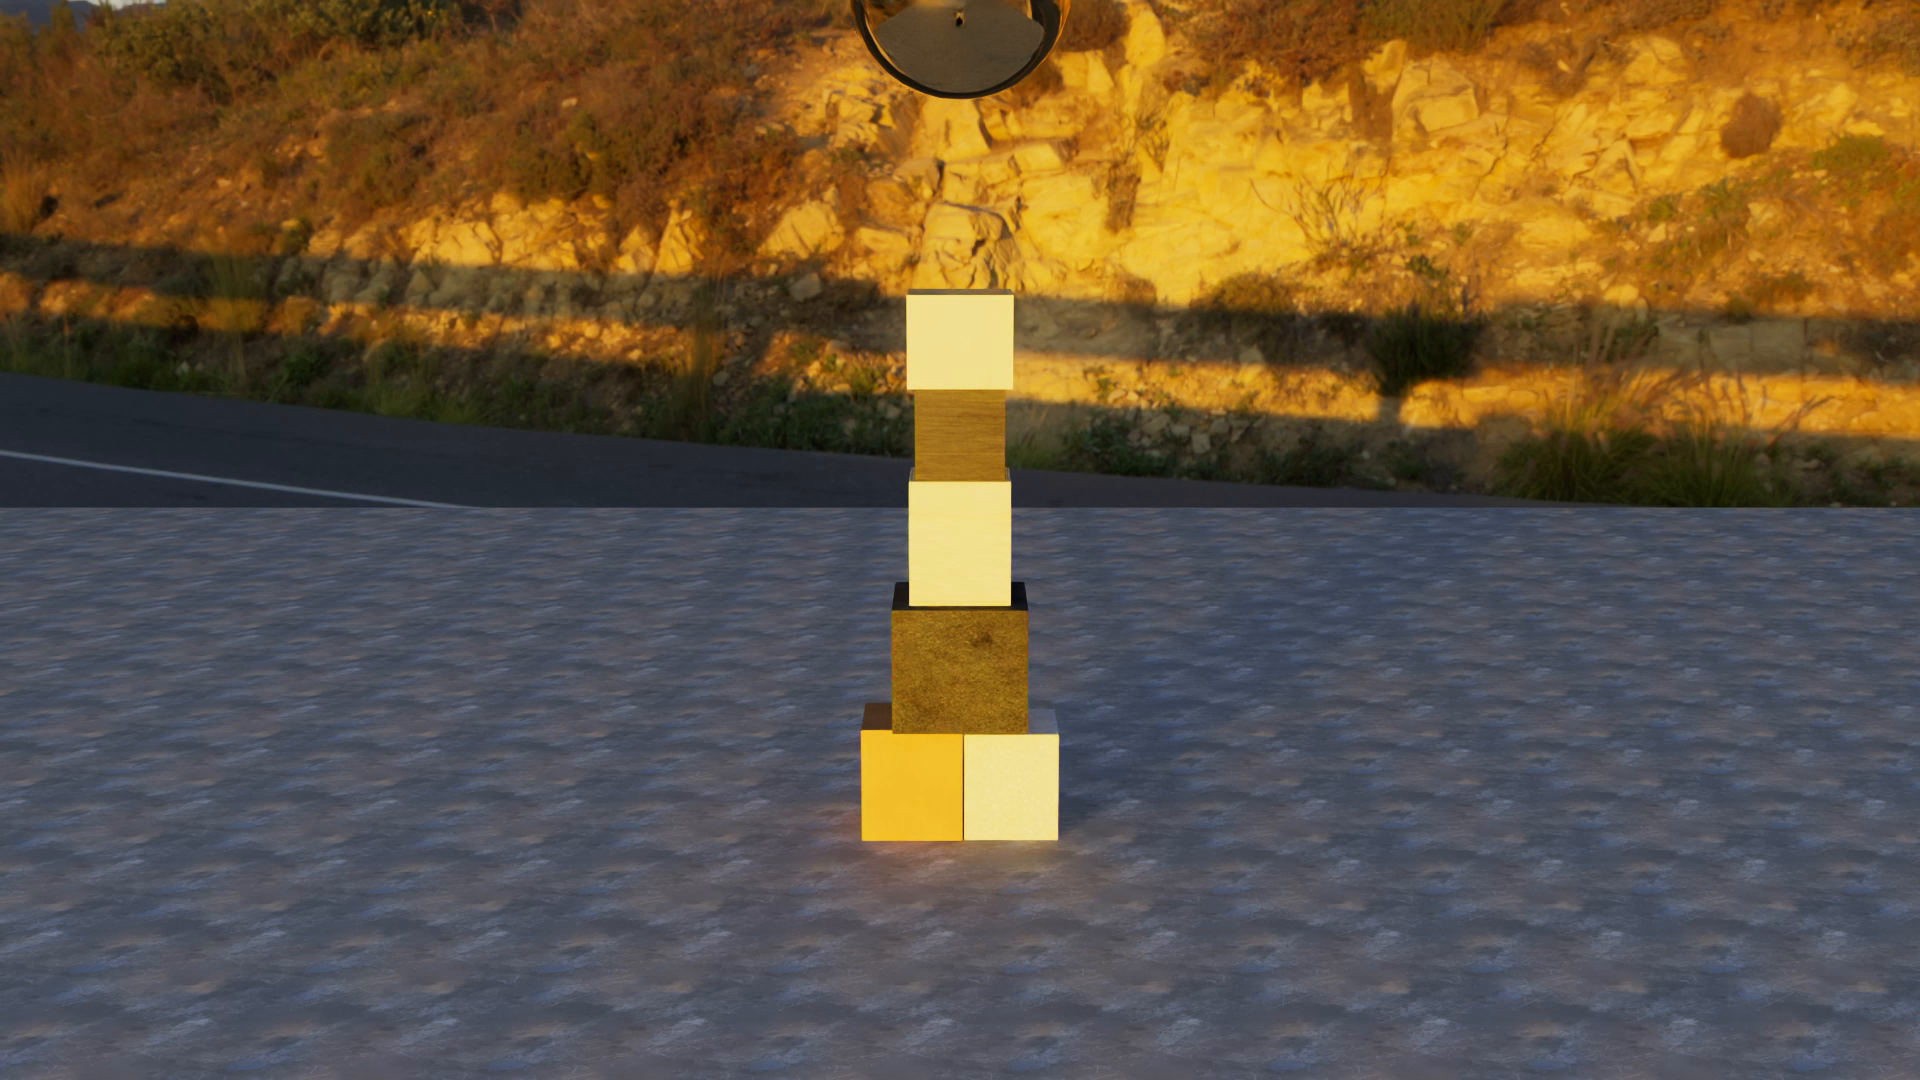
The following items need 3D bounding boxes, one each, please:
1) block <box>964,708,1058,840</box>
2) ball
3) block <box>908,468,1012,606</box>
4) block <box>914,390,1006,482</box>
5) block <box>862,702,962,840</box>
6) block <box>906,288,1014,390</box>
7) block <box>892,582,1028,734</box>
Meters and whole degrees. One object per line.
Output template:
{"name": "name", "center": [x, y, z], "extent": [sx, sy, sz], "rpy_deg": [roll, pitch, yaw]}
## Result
{"name": "block", "center": [0.260, 1.207, 11.381], "extent": [0.476, 0.552, 0.515], "rpy_deg": [0, 10, 0]}
{"name": "ball", "center": [0.000, -3.955, 15.701], "extent": [1.600, 1.600, 1.600], "rpy_deg": [0, 10, 0]}
{"name": "block", "center": [0.000, -0.024, 11.190], "extent": [0.506, 0.626, 0.499], "rpy_deg": [0, 10, 0]}
{"name": "block", "center": [0.000, -0.553, 11.066], "extent": [0.447, 0.458, 0.403], "rpy_deg": [0, 10, 0]}
{"name": "block", "center": [-0.243, 1.193, 11.386], "extent": [0.510, 0.578, 0.549], "rpy_deg": [0, 10, 0]}
{"name": "block", "center": [0.000, -1.010, 11.007], "extent": [0.522, 0.462, 0.463], "rpy_deg": [0, 10, 0]}
{"name": "block", "center": [0.000, 0.596, 11.293], "extent": [0.678, 0.631, 0.724], "rpy_deg": [0, 10, 0]}
